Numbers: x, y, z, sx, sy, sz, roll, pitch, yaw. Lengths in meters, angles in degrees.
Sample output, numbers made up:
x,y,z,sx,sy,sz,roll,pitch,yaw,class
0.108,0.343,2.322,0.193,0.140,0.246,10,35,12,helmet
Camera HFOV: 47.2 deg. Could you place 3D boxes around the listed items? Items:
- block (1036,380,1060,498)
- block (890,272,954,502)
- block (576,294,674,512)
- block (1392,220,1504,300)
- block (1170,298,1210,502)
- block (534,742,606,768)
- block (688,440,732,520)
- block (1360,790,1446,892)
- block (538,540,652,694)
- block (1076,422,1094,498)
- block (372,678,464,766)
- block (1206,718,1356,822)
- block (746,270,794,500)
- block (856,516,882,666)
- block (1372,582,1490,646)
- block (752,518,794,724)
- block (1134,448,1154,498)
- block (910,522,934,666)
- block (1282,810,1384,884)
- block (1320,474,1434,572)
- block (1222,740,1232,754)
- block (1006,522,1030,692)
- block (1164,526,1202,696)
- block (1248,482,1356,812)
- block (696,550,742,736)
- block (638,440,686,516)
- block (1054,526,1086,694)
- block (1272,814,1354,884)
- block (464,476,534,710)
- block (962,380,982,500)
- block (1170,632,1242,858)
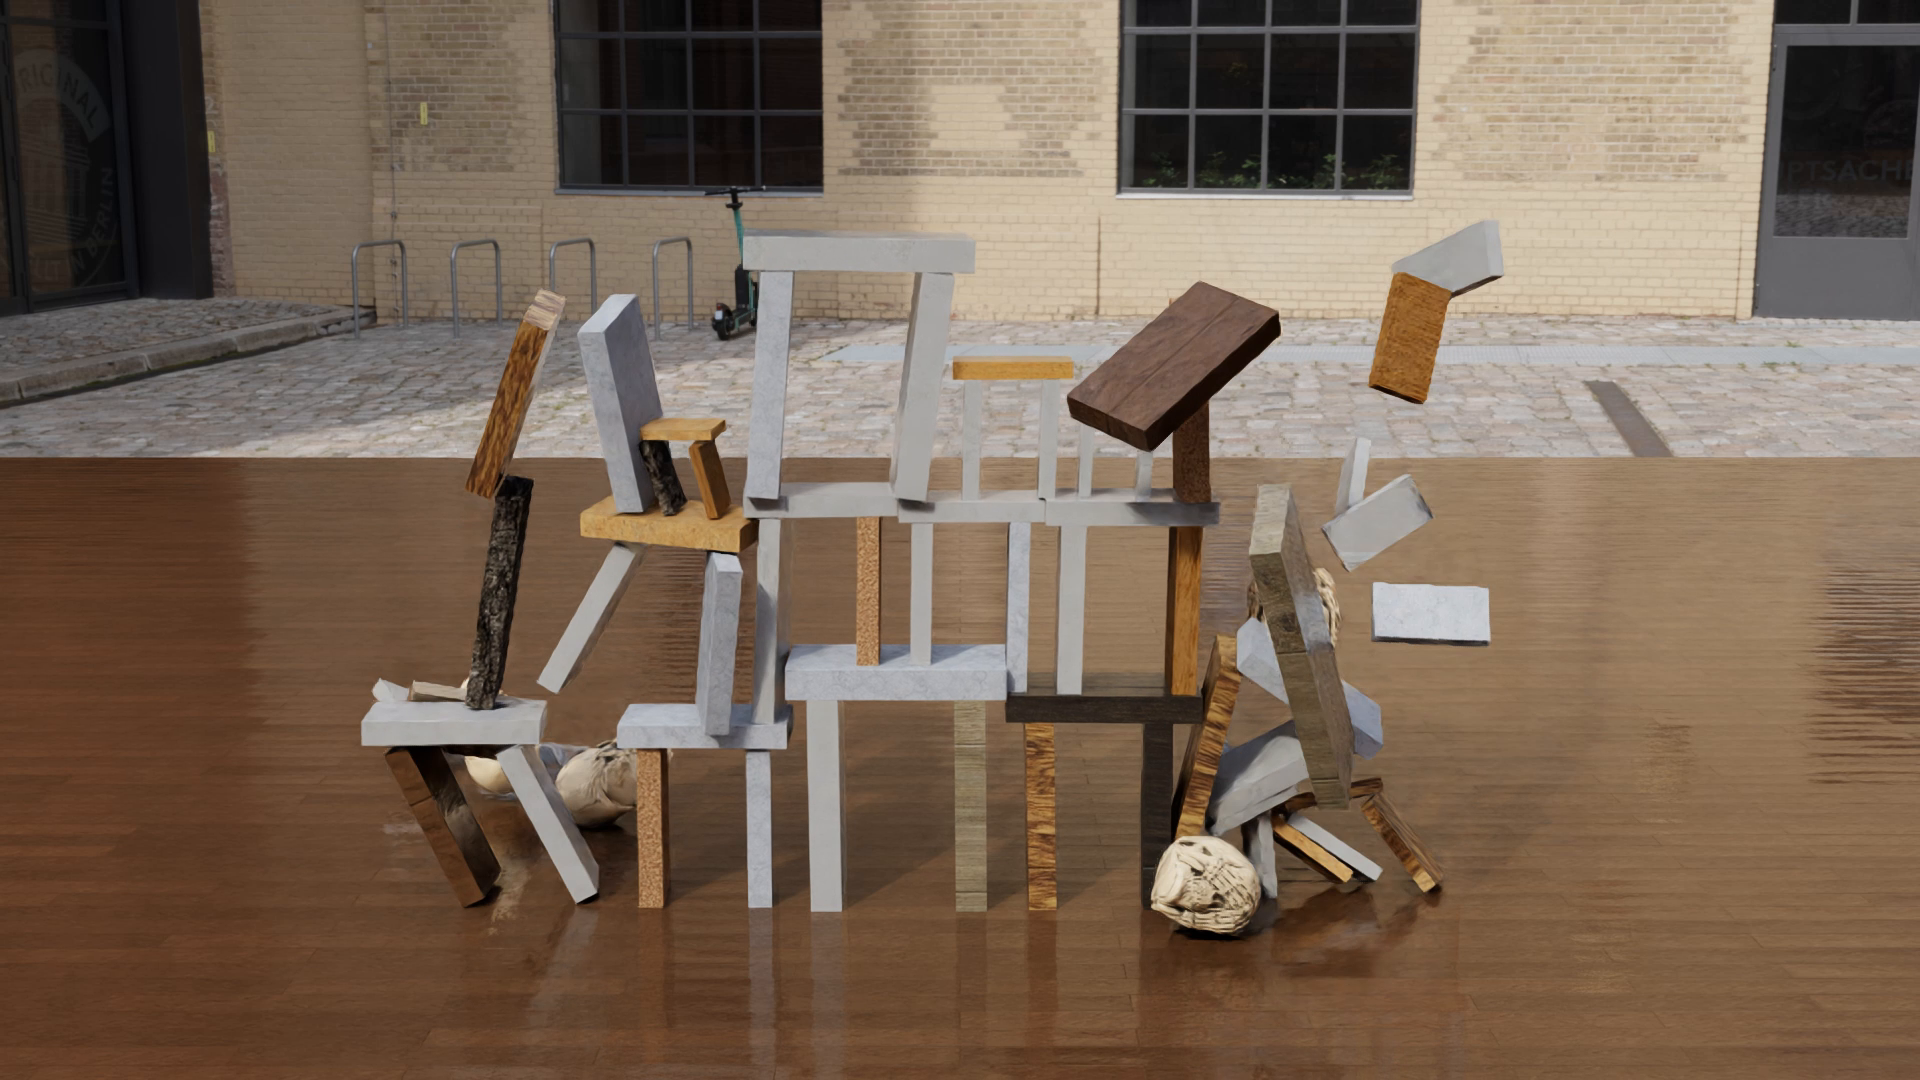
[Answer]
x,y,z,sx,sy,sz,roll,pitch,yaw,class
0.142,-0.169,3.531,0.027,0.190,0.095,2,11,0,block
-0.063,-0.254,3.510,0.050,0.355,0.178,7,11,-6,block
-0.529,-0.217,3.494,0.044,0.310,0.155,-1,28,14,block
0.797,-0.443,3.607,0.026,0.092,0.274,-2,-8,-21,block
0.367,-0.225,3.514,0.044,0.309,0.154,-2,11,0,block
-0.839,0.425,4.400,0.229,0.032,0.114,4,-2,21,block
-0.396,-0.102,3.491,0.017,0.123,0.062,-5,24,19,block
0.746,0.506,3.703,0.025,0.175,0.087,-41,-11,21,block
-0.599,0.117,3.624,0.038,0.271,0.135,31,11,0,block
0.201,-0.143,3.528,0.020,0.142,0.071,3,10,0,block
-1.079,0.362,4.389,0.114,0.032,0.229,28,7,-44,block
0.522,0.359,3.606,0.263,0.037,0.131,-30,19,18,block
-0.301,-0.257,3.494,0.050,0.356,0.178,4,11,-4,block
-0.147,0.071,3.572,0.035,0.244,0.122,1,11,0,block
0.756,0.120,3.535,0.184,0.092,0.026,2,-22,3,block
-0.302,0.119,3.570,0.035,0.337,0.122,4,11,6,block
0.296,-0.143,3.528,0.020,0.142,0.071,3,10,0,block
-0.062,0.077,3.574,0.033,0.233,0.117,1,11,0,block
0.619,0.515,3.681,0.175,0.025,0.087,33,-11,5,block
0.700,-0.029,3.692,0.171,0.086,0.024,-32,12,-2,block
0.446,0.387,3.853,0.024,0.086,0.171,-41,-5,20,block
0.094,0.098,3.577,0.033,0.278,0.117,1,11,0,block
0.362,0.101,3.576,0.039,0.275,0.138,1,11,0,block
0.499,0.161,3.180,0.044,0.498,0.154,-6,37,20,block
-0.386,0.155,3.509,0.038,0.281,0.135,2,20,-14,block
-0.475,-0.106,3.512,0.017,0.123,0.062,-14,15,17,block
0.178,0.100,3.577,0.039,0.275,0.138,1,11,0,block
0.577,0.518,3.680,0.162,0.023,0.081,36,-11,4,block
-0.763,0.086,3.643,0.044,0.359,0.155,10,14,-7,block
0.018,-0.167,3.532,0.027,0.193,0.095,1,11,-1,block
0.399,0.334,3.581,0.037,0.343,0.131,12,20,-1,block
